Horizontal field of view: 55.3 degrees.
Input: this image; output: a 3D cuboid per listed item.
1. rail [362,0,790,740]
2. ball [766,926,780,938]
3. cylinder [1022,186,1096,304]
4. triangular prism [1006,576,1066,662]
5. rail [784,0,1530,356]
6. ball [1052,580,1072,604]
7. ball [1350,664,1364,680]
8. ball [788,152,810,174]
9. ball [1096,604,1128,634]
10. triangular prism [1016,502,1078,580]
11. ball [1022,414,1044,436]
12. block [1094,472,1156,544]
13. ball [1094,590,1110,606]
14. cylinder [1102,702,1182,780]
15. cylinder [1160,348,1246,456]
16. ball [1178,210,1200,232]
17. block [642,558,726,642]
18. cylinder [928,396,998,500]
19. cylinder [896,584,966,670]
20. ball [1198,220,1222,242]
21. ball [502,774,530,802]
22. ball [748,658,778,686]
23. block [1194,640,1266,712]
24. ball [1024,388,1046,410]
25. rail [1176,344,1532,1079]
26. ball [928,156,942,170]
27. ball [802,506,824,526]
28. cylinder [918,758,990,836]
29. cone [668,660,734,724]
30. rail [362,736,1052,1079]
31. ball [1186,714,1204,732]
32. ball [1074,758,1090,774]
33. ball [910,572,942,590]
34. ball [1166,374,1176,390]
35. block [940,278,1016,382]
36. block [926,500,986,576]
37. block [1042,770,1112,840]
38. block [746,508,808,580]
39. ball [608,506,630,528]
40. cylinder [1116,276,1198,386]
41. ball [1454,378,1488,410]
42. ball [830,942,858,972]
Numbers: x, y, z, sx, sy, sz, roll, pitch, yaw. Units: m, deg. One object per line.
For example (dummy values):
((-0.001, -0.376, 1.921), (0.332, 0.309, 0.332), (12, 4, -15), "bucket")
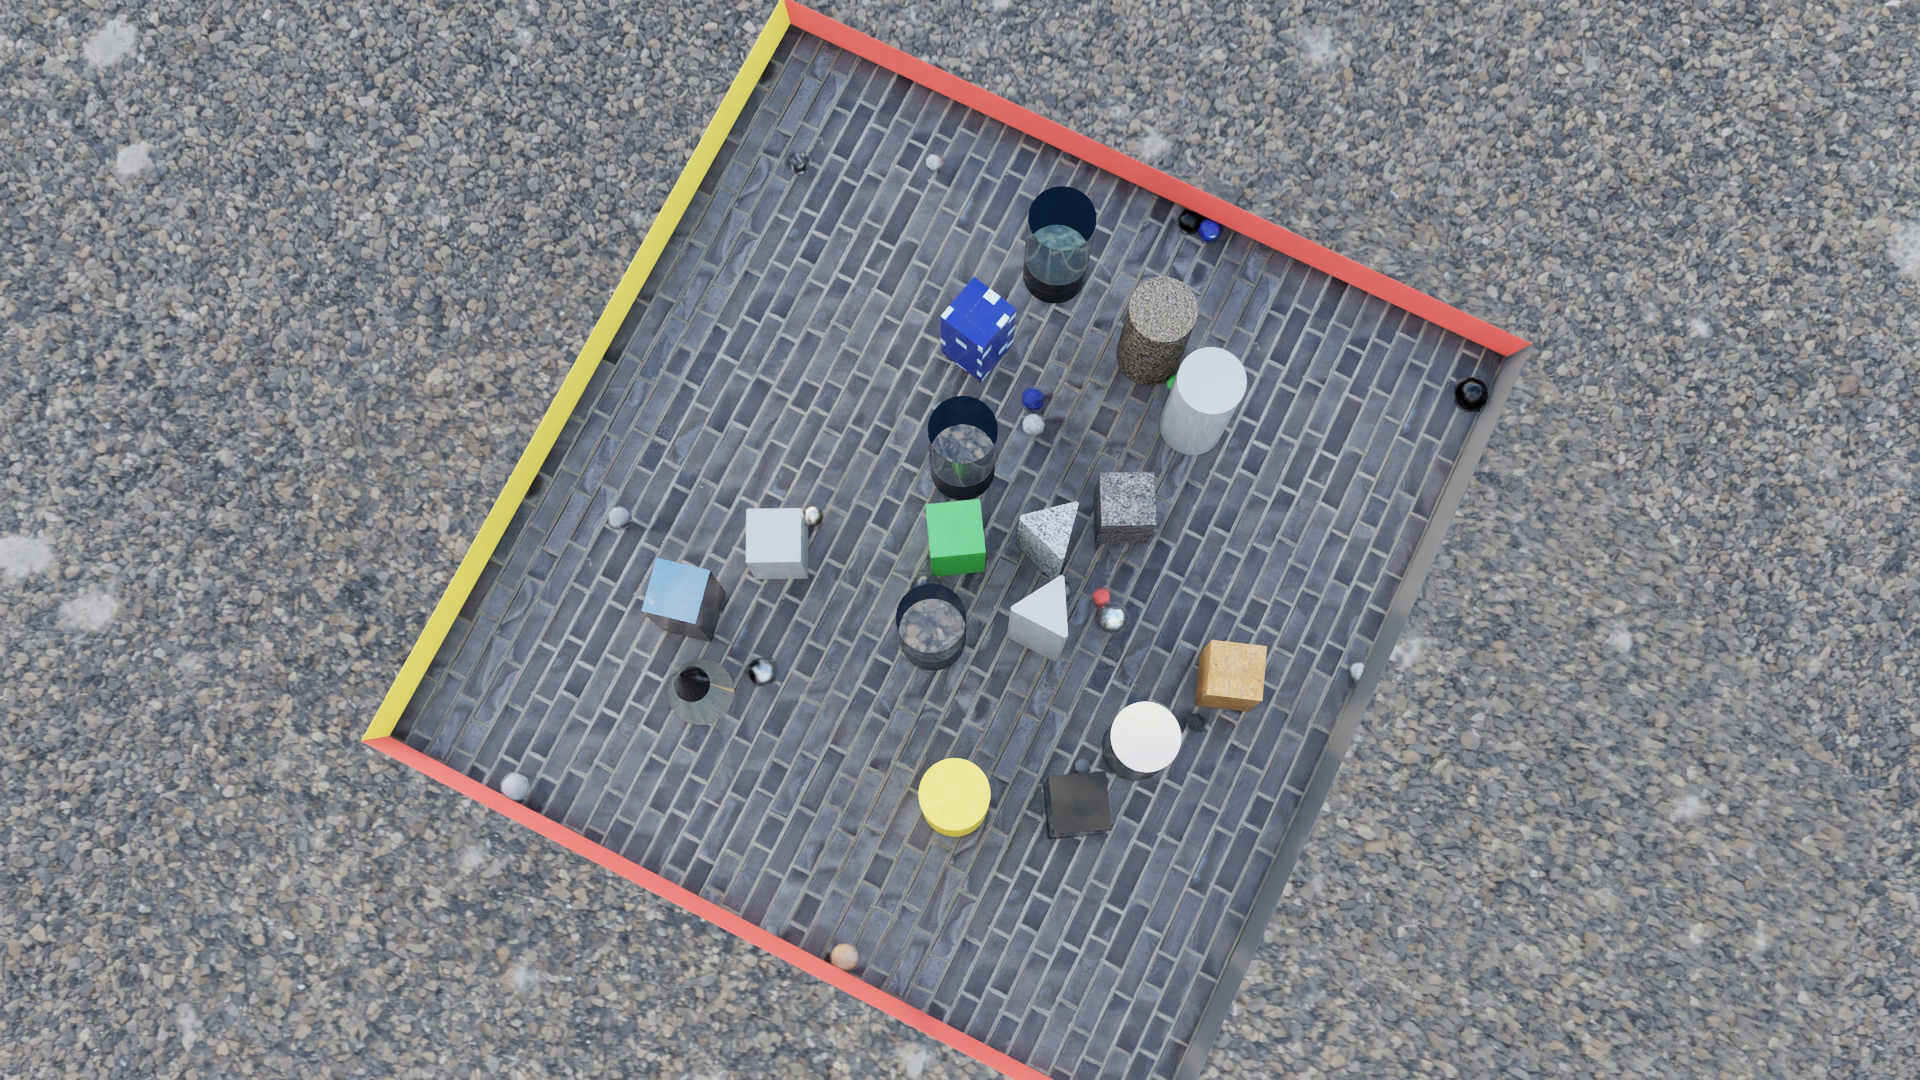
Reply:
((-1.139, -0.551, 5.663), (0.045, 0.130, 2.654), (26, 80, 5), "rail")
((-0.548, 1.149, 5.356), (0.046, 0.046, 0.046), (0, 78, 0), "ball")
((0.298, -0.890, 5.563), (0.200, 0.465, 0.200), (0, 78, 0), "cylinder")
((0.252, 0.213, 5.322), (0.173, 0.491, 0.150), (27, 80, 5), "triangular prism")
((0.583, -1.135, 5.784), (2.594, 0.130, 0.045), (26, 80, 5), "rail")
((0.302, 0.157, 5.545), (0.077, 0.077, 0.077), (0, 78, 0), "ball")
((1.199, 0.395, 5.509), (0.051, 0.051, 0.051), (0, 78, 0), "ball")
((-0.514, -1.200, 5.830), (0.069, 0.069, 0.069), (0, 78, 0), "ball")
((0.459, 0.237, 5.520), (0.093, 0.093, 0.093), (0, 78, 0), "ball")
((0.285, -0.020, 5.433), (0.150, 0.367, 0.173), (-44, 82, -8), "triangular prism")
((0.228, -0.355, 5.656), (0.068, 0.068, 0.068), (0, 78, 0), "ball")
((0.492, -0.094, 5.501), (0.160, 0.265, 0.160), (-1, 78, 0), "block")
((0.431, 0.174, 5.555), (0.050, 0.050, 0.050), (0, 78, 0), "ball")
((0.524, 0.588, 5.326), (0.200, 0.332, 0.200), (0, 78, 0), "cylinder")
((0.719, -0.408, 5.461), (0.200, 0.470, 0.200), (0, 78, 0), "cylinder")
((0.723, -1.007, 5.788), (0.072, 0.072, 0.072), (0, 78, 0), "ball")
((-0.810, 0.181, 5.397), (0.160, 0.357, 0.160), (13, 79, 3), "block")
((0.008, -0.267, 5.435), (0.200, 0.465, 0.200), (0, 78, 0), "cylinder")
((-0.082, 0.259, 5.371), (0.200, 0.376, 0.200), (0, 78, 0), "cylinder")
((0.788, -0.976, 5.782), (0.071, 0.071, 0.071), (0, 78, 0), "ball")
((-1.314, 0.732, 5.423), (0.082, 0.082, 0.082), (0, 78, 0), "ball")
((-0.591, 0.395, 5.491), (0.086, 0.086, 0.086), (0, 78, 0), "ball")
((0.795, 0.402, 5.395), (0.160, 0.271, 0.160), (7, 78, 1), "block")
((0.230, -0.435, 5.672), (0.068, 0.068, 0.068), (0, 78, 0), "ball")
((1.139, 0.564, 5.432), (0.045, 0.130, 2.654), (26, 80, 5), "rail")
((-0.081, -1.203, 5.841), (0.047, 0.047, 0.047), (0, 78, 0), "ball")
((-0.450, -0.074, 5.599), (0.065, 0.065, 0.065), (0, 78, 0), "ball")
((-0.015, 0.743, 5.266), (0.200, 0.386, 0.200), (0, 78, 0), "cylinder")
((-0.781, 0.415, 5.314), (0.200, 0.424, 0.200), (0, 78, 0), "cone")
((-0.583, 1.148, 5.312), (2.594, 0.130, 0.045), (26, 80, 5), "rail")
((0.704, 0.546, 5.475), (0.055, 0.055, 0.055), (0, 78, 0), "ball")
((0.366, 0.674, 5.453), (0.048, 0.048, 0.048), (0, 78, 0), "ball")
((-0.103, 0.145, 5.538), (0.095, 0.095, 0.095), (0, 78, 0), "ball")
((0.670, -0.484, 5.688), (0.057, 0.057, 0.057), (0, 78, 0), "ball")
((0.054, -0.635, 5.573), (0.160, 0.344, 0.160), (38, 81, 7), "block")
((-0.013, -0.004, 5.465), (0.160, 0.298, 0.160), (-6, 78, -1), "block")
((0.333, 0.765, 5.263), (0.160, 0.382, 0.160), (-5, 78, -1), "block")
((-0.544, 0.014, 5.476), (0.160, 0.271, 0.160), (-1, 78, 0), "block")
((-1.039, -0.070, 5.597), (0.067, 0.067, 0.067), (0, 78, 0), "ball")
((0.589, -0.624, 5.521), (0.200, 0.440, 0.200), (0, 78, 0), "cylinder")
((1.579, -0.450, 5.659), (0.100, 0.100, 0.100), (0, 78, 0), "ball")
((-0.336, 1.212, 5.324), (0.081, 0.081, 0.081), (0, 78, 0), "ball")
